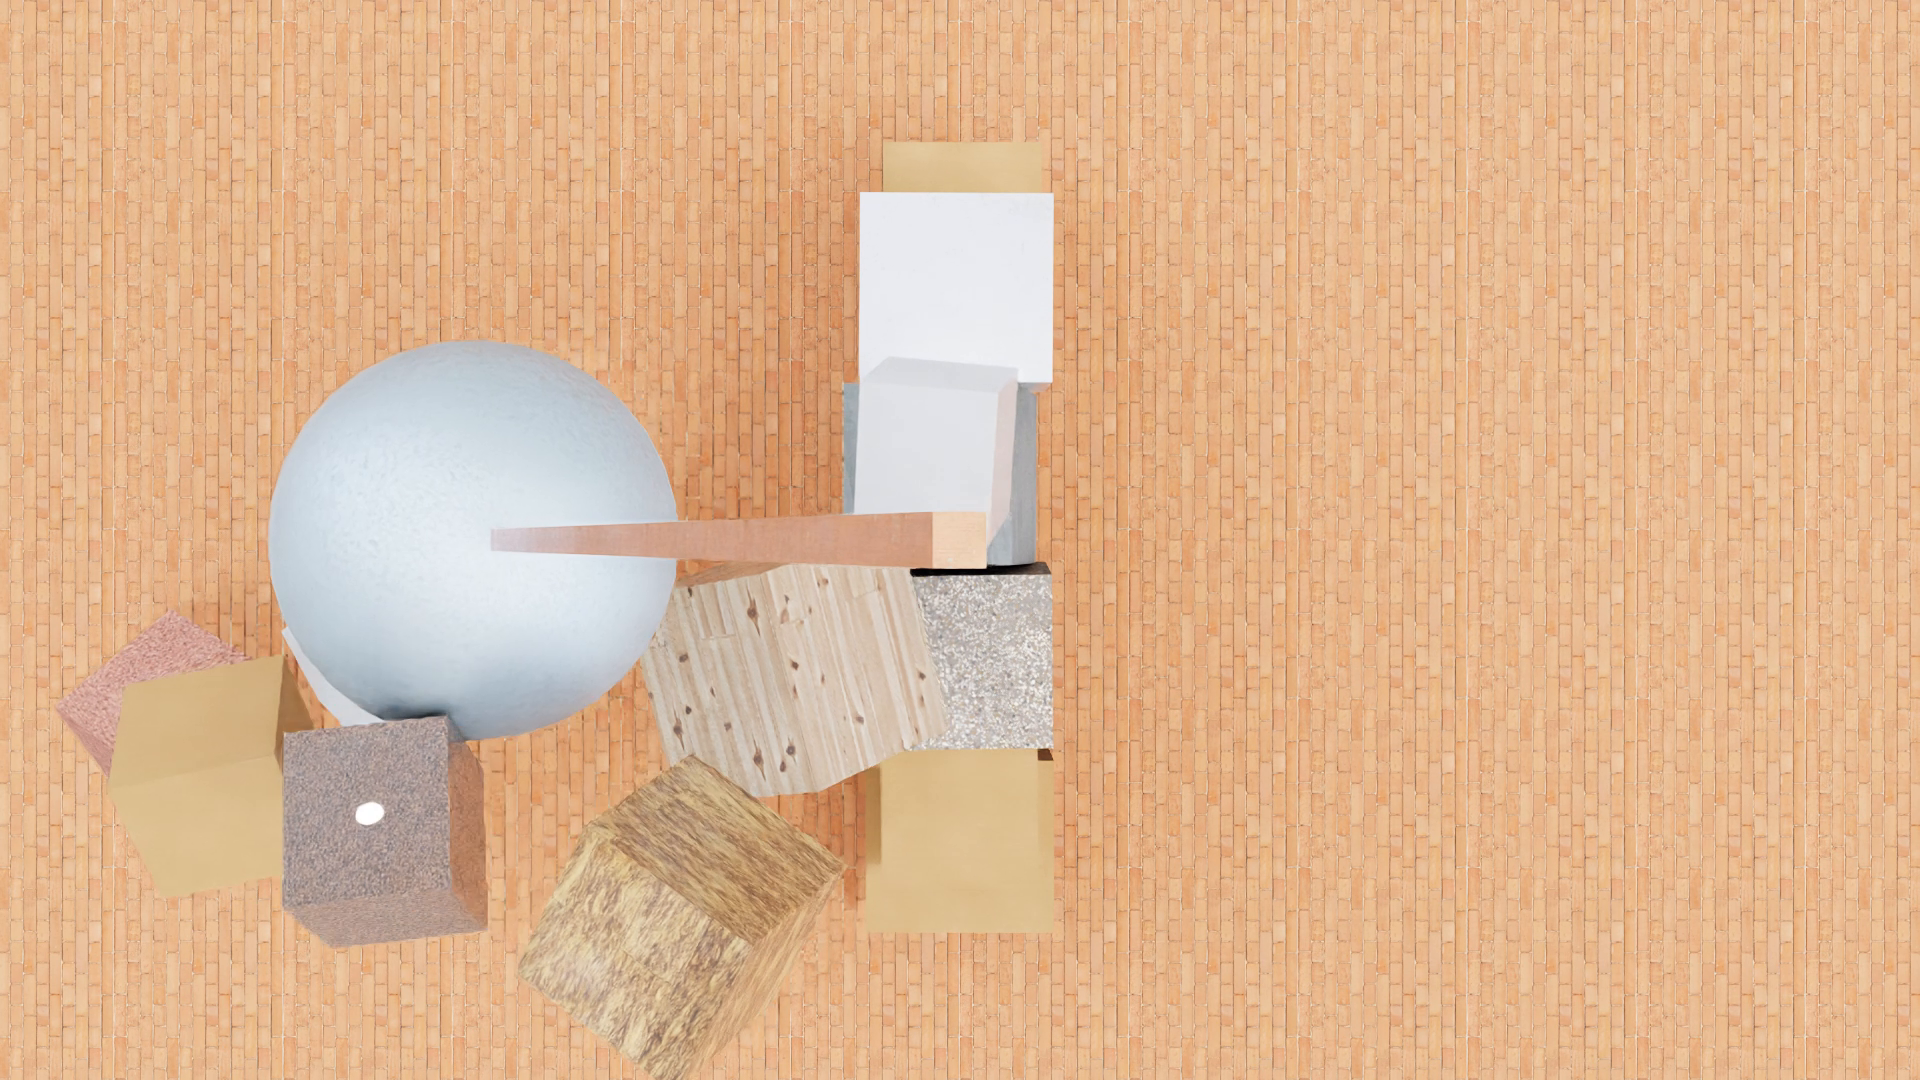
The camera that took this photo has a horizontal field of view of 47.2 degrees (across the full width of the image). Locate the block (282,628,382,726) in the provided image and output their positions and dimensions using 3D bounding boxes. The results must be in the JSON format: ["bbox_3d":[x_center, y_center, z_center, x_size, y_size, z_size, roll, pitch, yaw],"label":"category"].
[{"bbox_3d":[-3.127,0.683,12.118,0.747,0.691,0.732,-37,133,-9],"label":"block"}]

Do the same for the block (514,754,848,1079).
[{"bbox_3d":[-1.047,1.430,8.324,0.757,0.768,0.740,34,116,12],"label":"block"}]

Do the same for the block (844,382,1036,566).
[{"bbox_3d":[-0.086,-0.337,11.634,0.865,1.024,0.918,1,90,9],"label":"block"}]

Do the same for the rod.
[{"bbox_3d":[-0.835,0.000,5.555,0.080,5.200,0.080,0,90,-19],"label":"rod"}]

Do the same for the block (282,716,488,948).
[{"bbox_3d":[-2.189,1.125,8.419,0.609,0.677,0.665,-6,67,-3],"label":"block"}]

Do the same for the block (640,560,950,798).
[{"bbox_3d":[-0.850,0.613,10.878,0.972,1.008,1.053,-10,97,40],"label":"block"}]

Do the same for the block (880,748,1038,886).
[{"bbox_3d":[-0.002,1.445,11.821,0.820,0.698,0.709,0,90,0],"label":"block"}]

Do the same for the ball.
[{"bbox_3d":[-1.927,0.000,8.775,1.600,1.600,1.600,0,90,0],"label":"ball"}]

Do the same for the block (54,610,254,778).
[{"bbox_3d":[-4.136,1.046,11.827,0.809,0.832,0.792,23,56,36],"label":"block"}]

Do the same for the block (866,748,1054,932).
[{"bbox_3d":[-0.001,1.698,12.585,1.044,0.830,0.952,0,90,0],"label":"block"}]

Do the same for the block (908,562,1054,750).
[{"bbox_3d":[-0.018,0.604,11.789,0.994,0.845,0.903,-1,94,0],"label":"block"}]

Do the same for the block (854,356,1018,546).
[{"bbox_3d":[-0.112,-0.443,10.706,0.659,0.648,0.744,6,106,9],"label":"block"}]

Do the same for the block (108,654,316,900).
[{"bbox_3d":[-3.360,1.076,10.041,0.725,0.682,0.715,-12,129,-4],"label":"block"}]

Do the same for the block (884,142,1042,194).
[{"bbox_3d":[0.013,-1.747,12.508,0.866,0.983,0.855,0,90,0],"label":"block"}]

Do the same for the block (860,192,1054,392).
[{"bbox_3d":[-0.018,-1.272,11.503,0.966,1.029,0.941,0,91,0],"label":"block"}]
